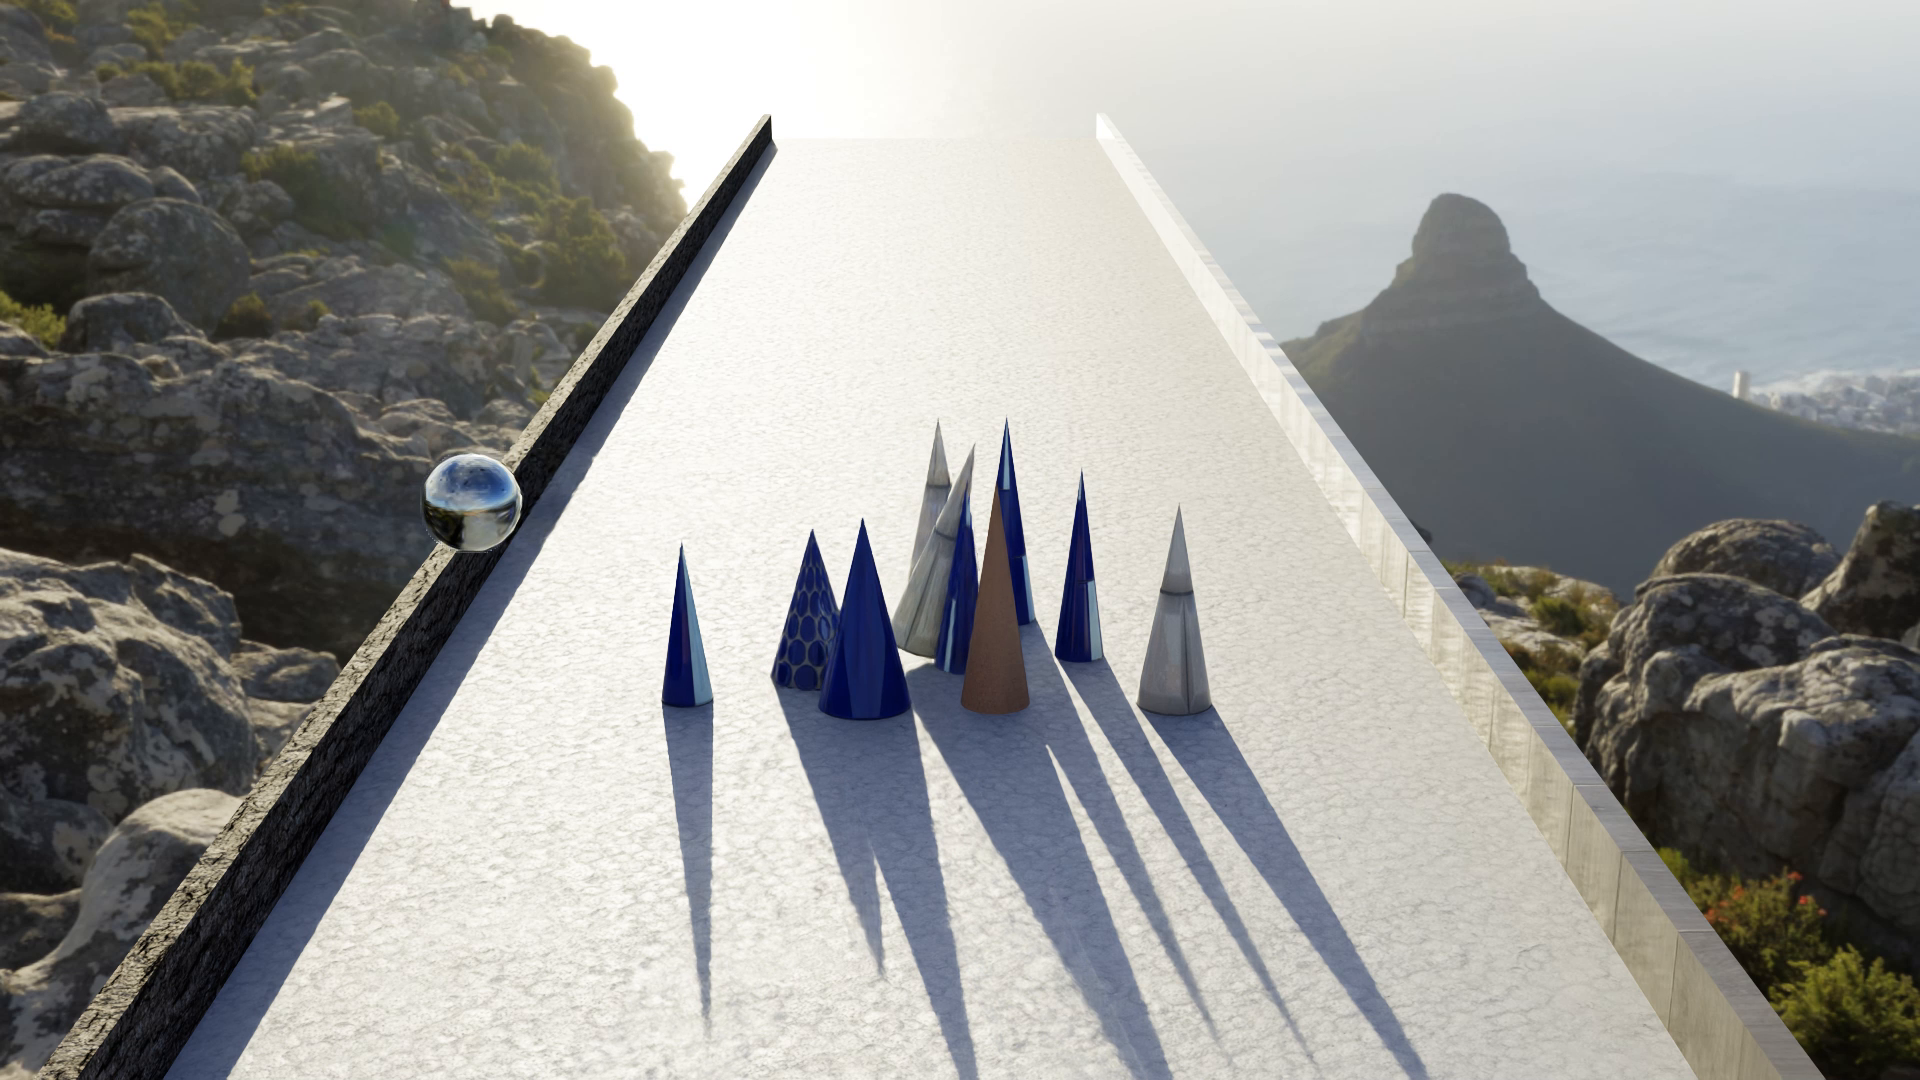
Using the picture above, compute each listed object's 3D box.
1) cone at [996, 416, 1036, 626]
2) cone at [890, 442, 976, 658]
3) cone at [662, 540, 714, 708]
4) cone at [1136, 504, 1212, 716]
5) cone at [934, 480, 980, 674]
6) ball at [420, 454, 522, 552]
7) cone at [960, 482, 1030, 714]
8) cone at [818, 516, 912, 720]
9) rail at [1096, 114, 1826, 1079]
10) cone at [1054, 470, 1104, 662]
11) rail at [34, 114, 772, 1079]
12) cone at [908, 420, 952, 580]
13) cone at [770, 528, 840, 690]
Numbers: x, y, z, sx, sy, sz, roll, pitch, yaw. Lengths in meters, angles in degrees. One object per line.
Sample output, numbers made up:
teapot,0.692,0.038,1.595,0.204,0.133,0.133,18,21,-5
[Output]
cone,0.097,-0.049,4.613,0.129,0.444,0.129,0,17,0
cone,-0.024,0.003,4.376,0.151,0.455,0.151,12,26,-6
cone,-0.521,0.149,4.160,0.101,0.323,0.101,0,17,0
cone,0.406,0.119,4.131,0.146,0.397,0.146,0,17,0
cone,0.008,0.065,4.318,0.109,0.388,0.109,2,20,-1
ball,-0.853,-0.065,3.839,0.172,0.172,0.172,0,17,0
cone,0.067,0.097,4.126,0.132,0.441,0.132,0,17,0
cone,-0.180,0.133,4.126,0.179,0.373,0.179,0,17,0
rail,0.932,-0.844,7.801,0.050,0.150,12.000,0,17,-1
cone,0.240,0.041,4.394,0.102,0.396,0.102,0,17,0
rail,-1.118,-0.838,7.780,0.050,0.150,12.000,0,17,-1
cone,-0.048,-0.092,4.875,0.141,0.376,0.141,0,17,0
cone,-0.286,0.119,4.290,0.177,0.307,0.177,0,17,0
